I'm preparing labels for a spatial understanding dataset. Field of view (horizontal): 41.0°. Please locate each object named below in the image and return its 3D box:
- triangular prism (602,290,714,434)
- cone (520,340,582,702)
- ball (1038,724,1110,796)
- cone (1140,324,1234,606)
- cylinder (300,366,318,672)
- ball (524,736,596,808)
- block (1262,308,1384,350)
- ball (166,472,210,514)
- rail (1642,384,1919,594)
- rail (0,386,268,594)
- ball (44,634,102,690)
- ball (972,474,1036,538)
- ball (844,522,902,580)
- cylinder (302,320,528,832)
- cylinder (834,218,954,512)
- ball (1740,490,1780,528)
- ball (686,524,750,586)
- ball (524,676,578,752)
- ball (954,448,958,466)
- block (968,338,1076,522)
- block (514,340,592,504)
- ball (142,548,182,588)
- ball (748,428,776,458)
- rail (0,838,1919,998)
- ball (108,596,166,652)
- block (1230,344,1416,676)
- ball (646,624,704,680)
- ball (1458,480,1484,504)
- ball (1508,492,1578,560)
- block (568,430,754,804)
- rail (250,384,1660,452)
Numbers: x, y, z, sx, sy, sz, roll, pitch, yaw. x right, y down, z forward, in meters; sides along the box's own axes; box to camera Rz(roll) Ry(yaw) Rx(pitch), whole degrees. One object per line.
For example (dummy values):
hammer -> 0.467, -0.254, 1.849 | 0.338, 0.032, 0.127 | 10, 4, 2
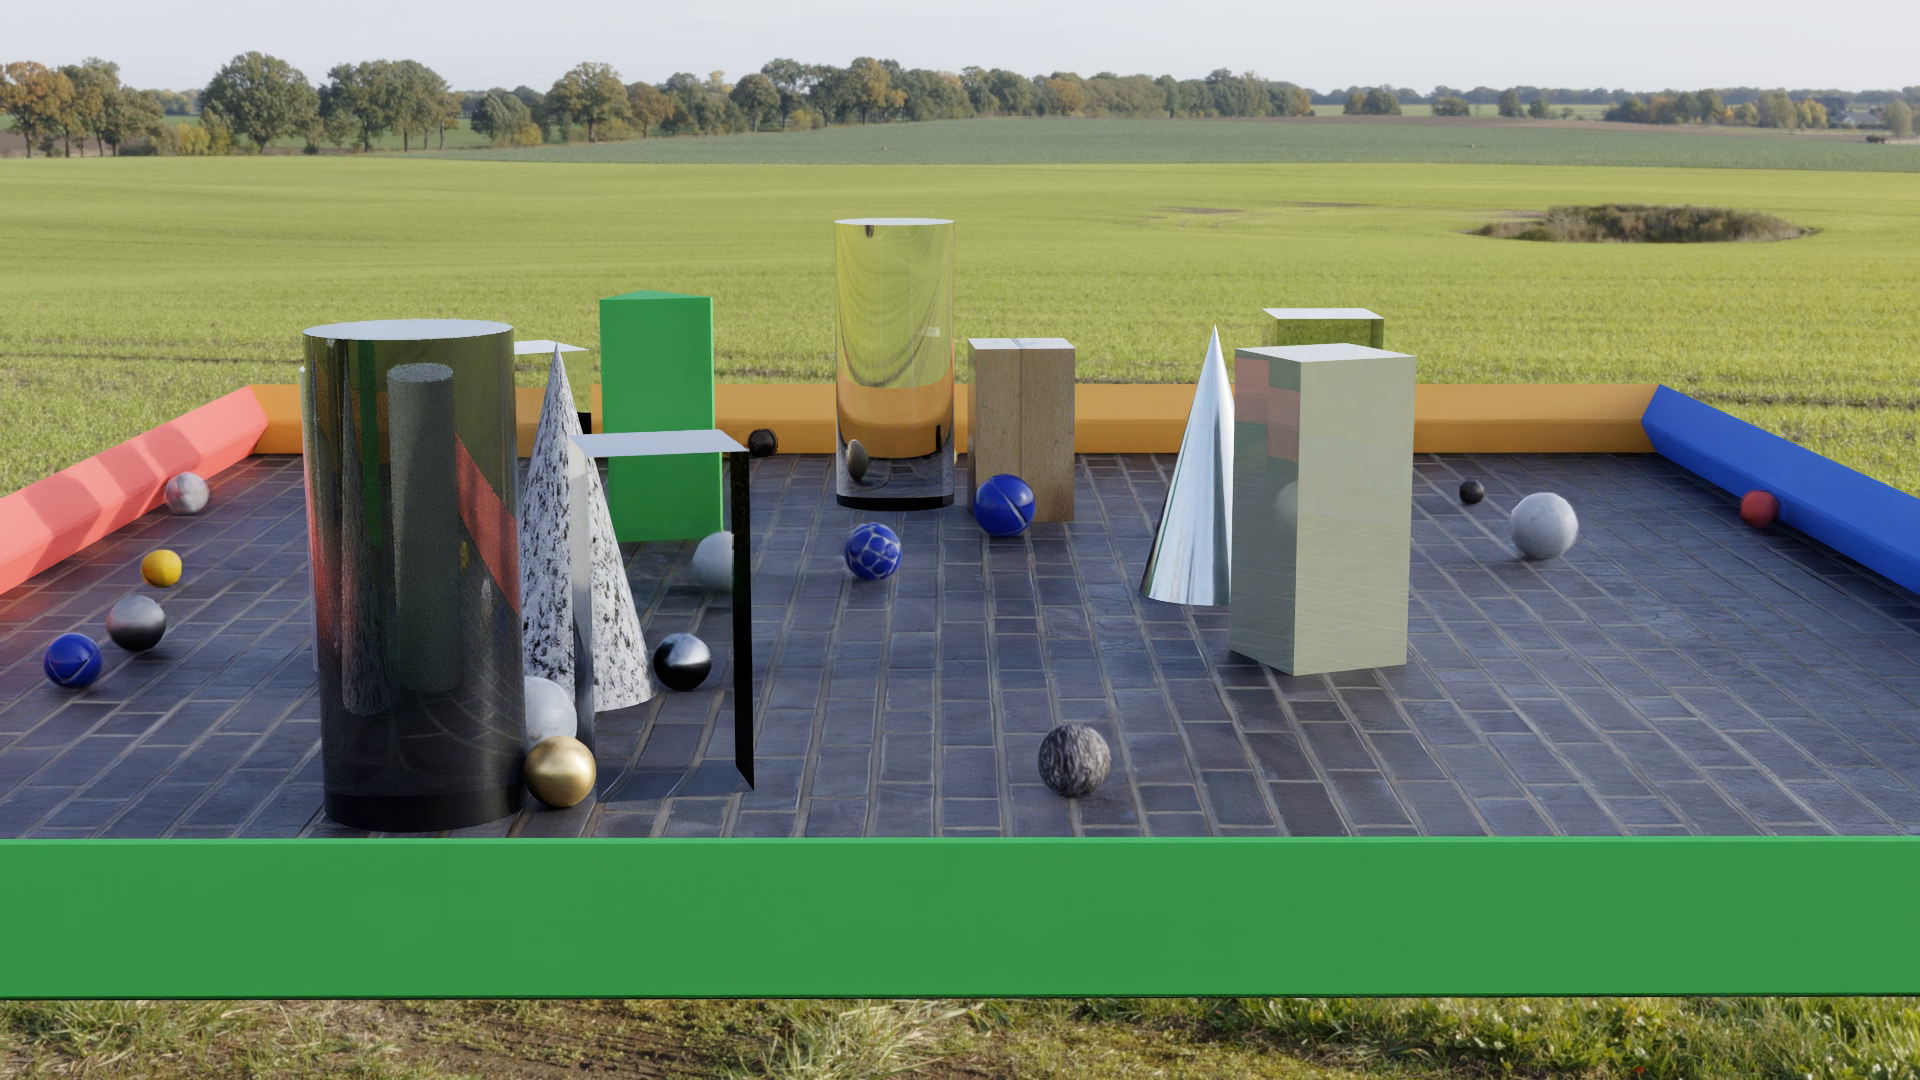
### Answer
triangular prism -> -0.489, -0.206, 4.089 | 0.173, 0.370, 0.150 | -3, 11, -14
cone -> -0.471, -0.032, 3.037 | 0.200, 0.411, 0.200 | 0, 10, 0
ball -> 0.115, 0.222, 2.590 | 0.073, 0.073, 0.073 | 0, 10, 0
cone -> 0.352, -0.113, 3.571 | 0.200, 0.376, 0.200 | 0, 10, 0
cylinder -> -0.696, -0.029, 3.136 | 0.200, 0.368, 0.200 | 0, 10, 0
ball -> -0.398, 0.230, 2.550 | 0.072, 0.072, 0.072 | 0, 10, 0
block -> 0.550, -0.170, 3.935 | 0.160, 0.355, 0.160 | 0, 10, -2
ball -> -1.270, -0.077, 4.216 | 0.069, 0.069, 0.069 | 0, 10, 0
rail -> 1.316, 0.032, 3.456 | 0.045, 0.130, 2.912 | 0, 10, 0
rail -> -1.316, 0.035, 3.441 | 0.045, 0.130, 2.912 | 0, 10, 0
ball -> -1.049, 0.143, 3.035 | 0.066, 0.066, 0.066 | 0, 10, 0
ball -> 0.069, -0.054, 4.012 | 0.099, 0.099, 0.099 | 0, 10, 0
ball -> -0.125, 0.017, 3.672 | 0.083, 0.083, 0.083 | 0, 10, 0
cylinder -> -0.533, 0.030, 2.523 | 0.200, 0.475, 0.200 | 0, 10, 0
cylinder -> -0.109, -0.297, 4.302 | 0.200, 0.471, 0.200 | 0, 10, 0
ball -> 1.277, -0.049, 4.095 | 0.059, 0.059, 0.059 | 0, 10, 0
ball -> -0.343, 0.021, 3.633 | 0.089, 0.089, 0.089 | 0, 10, 0
ball -> -0.450, 0.191, 2.682 | 0.100, 0.100, 0.100 | 0, 10, 0
ball -> -0.041, -0.149, 4.599 | 0.073, 0.073, 0.073 | 0, 10, 0
block -> 0.098, -0.182, 4.202 | 0.160, 0.281, 0.160 | -1, 11, -4
block -> -0.647, -0.123, 3.773 | 0.160, 0.321, 0.160 | -6, 12, -31
ball -> -1.128, 0.039, 3.628 | 0.055, 0.055, 0.055 | 0, 10, 0
ball -> -0.373, -0.183, 4.832 | 0.054, 0.054, 0.054 | 0, 10, 0
rail -> 0.008, 0.294, 2.040 | 2.680, 0.130, 0.045 | 0, 10, 0
ball -> -1.036, 0.105, 3.229 | 0.071, 0.071, 0.071 | 0, 10, 0
block -> 0.446, -0.042, 3.170 | 0.160, 0.381, 0.160 | -4, 11, -23
ball -> -0.343, 0.134, 3.081 | 0.068, 0.068, 0.068 | 0, 10, 0
ball -> 0.860, -0.080, 4.310 | 0.042, 0.042, 0.042 | 0, 10, 0
ball -> 0.871, -0.021, 3.832 | 0.100, 0.100, 0.100 | 0, 10, 0
block -> -0.308, 0.074, 2.631 | 0.160, 0.350, 0.160 | -3, 11, -15
rail -> -0.008, -0.227, 4.857 | 2.680, 0.130, 0.045 | 0, 10, 0
